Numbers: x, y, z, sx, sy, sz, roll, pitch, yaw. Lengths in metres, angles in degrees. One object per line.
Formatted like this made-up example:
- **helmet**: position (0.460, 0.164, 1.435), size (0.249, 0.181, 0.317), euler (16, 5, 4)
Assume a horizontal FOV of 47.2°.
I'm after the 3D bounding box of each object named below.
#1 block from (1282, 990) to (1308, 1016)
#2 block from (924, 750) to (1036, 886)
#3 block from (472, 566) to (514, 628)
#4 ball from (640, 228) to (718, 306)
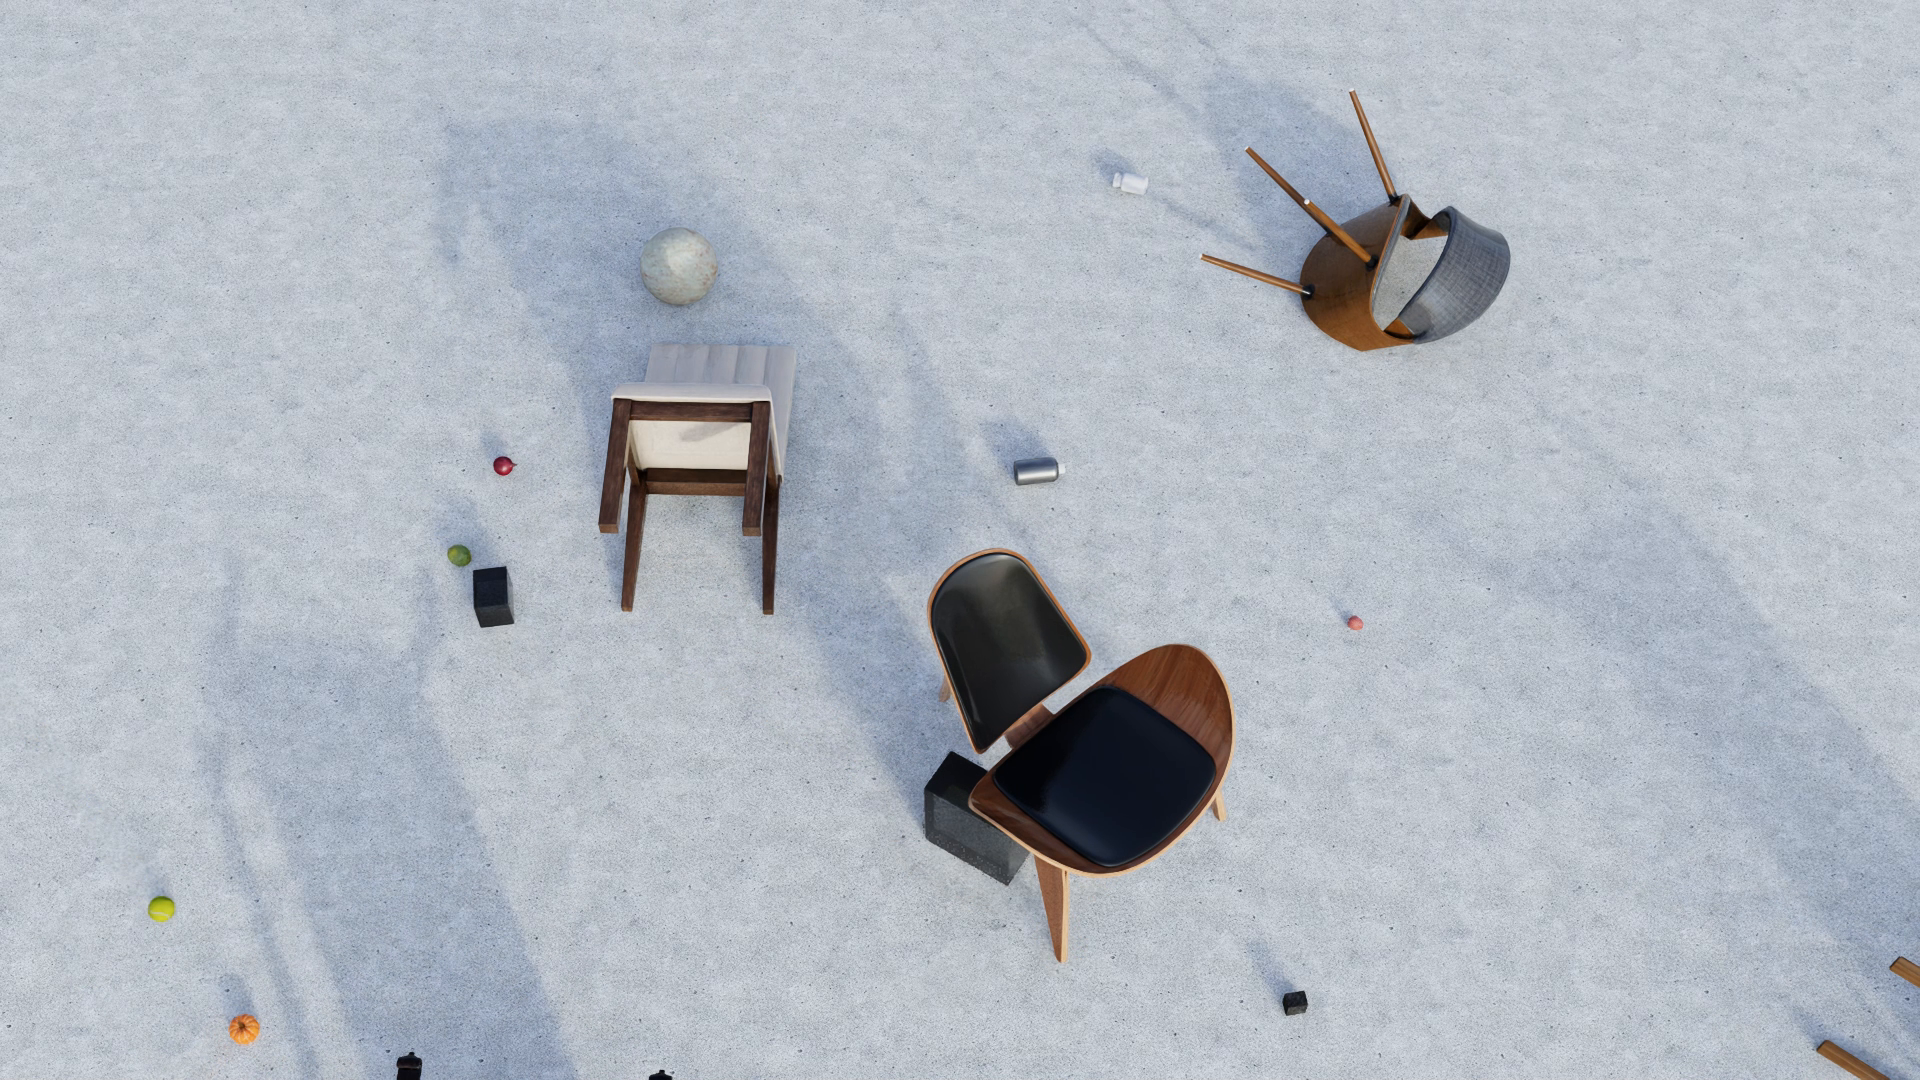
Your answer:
- **block**: position (0.873, 1.207, 5.729), size (0.052, 0.058, 0.039), euler (-8, 57, -5)
- **block**: position (0.053, 0.747, 5.890), size (0.264, 0.302, 0.133), euler (28, 60, 17)
- **block**: position (-1.356, 0.166, 6.396), size (0.098, 0.110, 0.131), euler (-7, 56, -5)
- **ball**: position (-0.895, -0.871, 7.008), size (0.249, 0.249, 0.249), euler (0, 56, 0)
